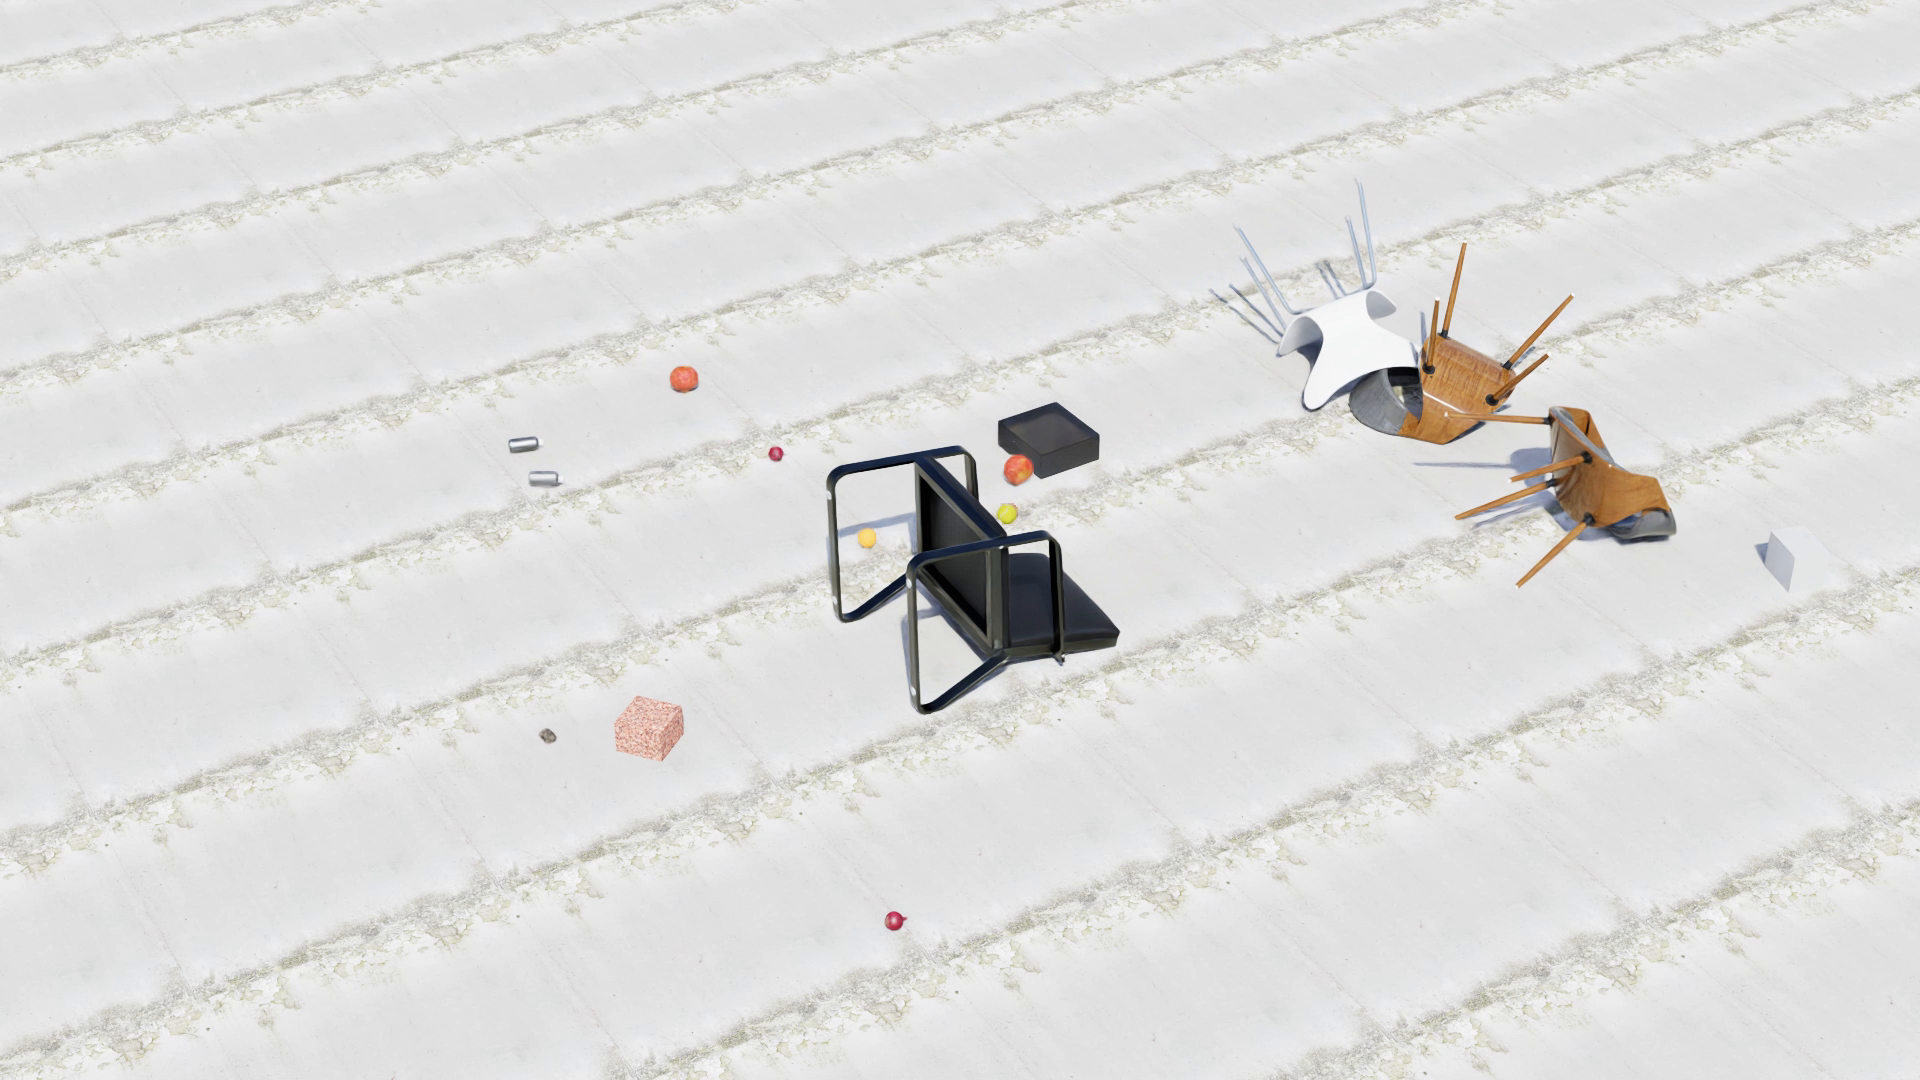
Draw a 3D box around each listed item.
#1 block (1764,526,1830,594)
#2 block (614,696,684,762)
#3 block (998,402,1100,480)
[{"bbox_3d":[3.052,0.070,10.695,0.136,0.156,0.187,-8,34,-12],"label":"block"},{"bbox_3d":[-1.047,0.635,9.875,0.170,0.117,0.170,12,35,18],"label":"block"},{"bbox_3d":[0.346,-0.390,11.434,0.274,0.113,0.301,-19,38,-27],"label":"block"}]
